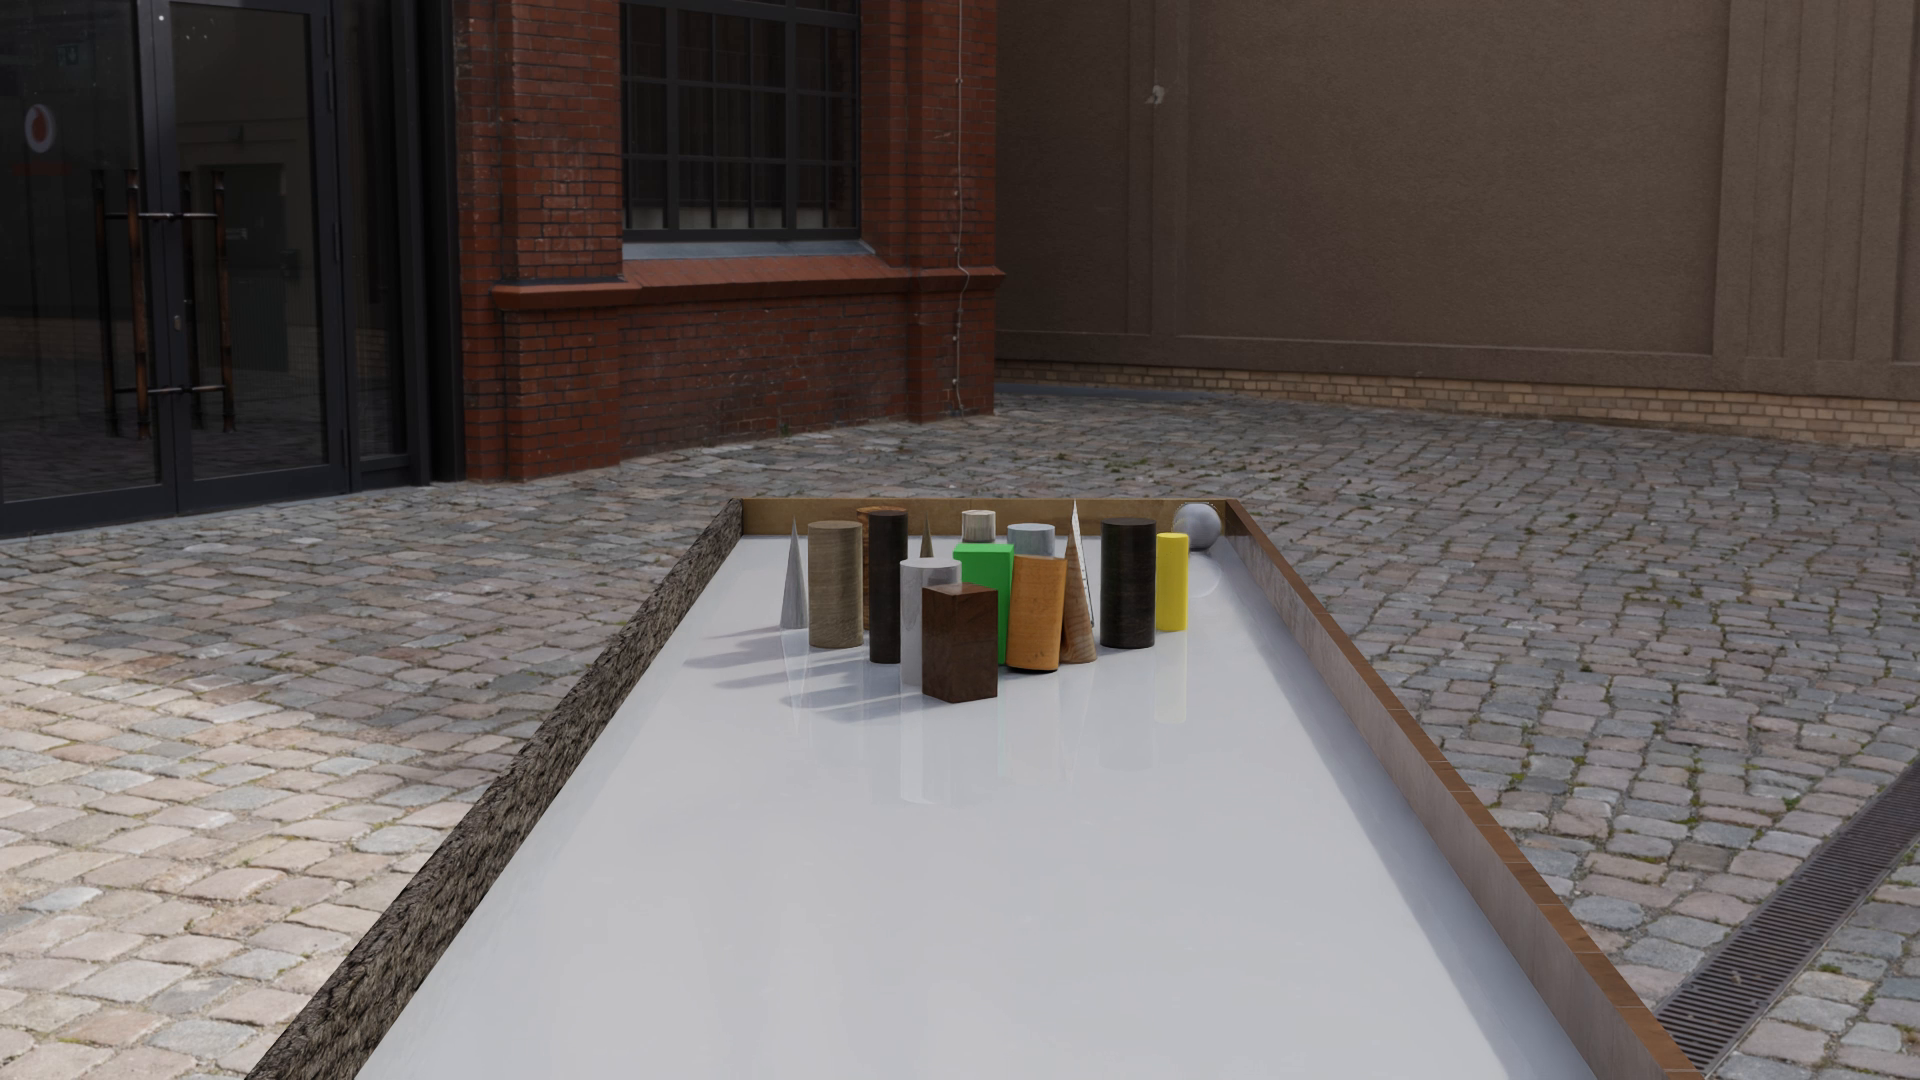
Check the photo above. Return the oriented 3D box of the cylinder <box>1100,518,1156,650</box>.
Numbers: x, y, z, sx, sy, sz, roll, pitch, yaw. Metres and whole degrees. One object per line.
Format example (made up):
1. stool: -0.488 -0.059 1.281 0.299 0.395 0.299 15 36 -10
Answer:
1. cylinder: 0.528 0.134 6.913 0.173 0.391 0.173 0 9 0

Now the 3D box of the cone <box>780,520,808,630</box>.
1. cone: -0.540 0.100 7.197 0.106 0.370 0.106 0 9 0

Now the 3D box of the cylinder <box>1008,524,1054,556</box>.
1. cylinder: 0.223 0.141 6.935 0.150 0.370 0.150 0 9 0

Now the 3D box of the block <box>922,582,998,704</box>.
1. block: 0.000 0.288 6.209 0.155 0.307 0.155 -6 11 -33

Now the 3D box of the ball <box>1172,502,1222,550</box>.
1. ball: 0.942 -0.054 8.740 0.191 0.191 0.191 0 9 0

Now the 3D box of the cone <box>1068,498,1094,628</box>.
1. cone: 0.375 0.072 7.200 0.139 0.423 0.139 0 9 0

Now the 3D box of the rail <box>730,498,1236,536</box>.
1. rail: 0.099 -0.098 9.147 2.100 0.150 0.050 0 9 1

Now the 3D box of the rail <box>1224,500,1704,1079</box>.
1. rail: 1.046 0.843 3.208 0.050 0.150 12.000 0 9 1

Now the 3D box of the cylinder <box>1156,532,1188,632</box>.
1. cylinder: 0.691 0.136 7.167 0.104 0.308 0.104 0 9 0

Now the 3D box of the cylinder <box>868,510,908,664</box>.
1. cylinder: -0.217 0.142 6.670 0.119 0.452 0.119 0 9 0

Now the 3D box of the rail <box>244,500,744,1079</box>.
1. rail: -1.004 0.839 3.234 0.050 0.150 12.000 0 9 1

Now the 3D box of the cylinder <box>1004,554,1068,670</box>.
1. cylinder: 0.227 0.214 6.559 0.161 0.327 0.161 5 4 0

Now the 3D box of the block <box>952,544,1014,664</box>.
1. block: 0.072 0.193 6.693 0.172 0.342 0.172 1 8 5

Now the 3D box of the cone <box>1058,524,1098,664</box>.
1. cone: 0.338 0.152 6.691 0.164 0.425 0.164 0 9 0

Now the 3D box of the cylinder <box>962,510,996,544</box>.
1. cylinder: 0.061 0.095 7.209 0.109 0.375 0.109 0 9 0

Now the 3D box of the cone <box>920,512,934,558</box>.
1. cone: -0.104 0.114 6.909 0.124 0.432 0.124 0 9 0

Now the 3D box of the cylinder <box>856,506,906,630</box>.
1. cylinder: -0.256 0.092 7.196 0.162 0.386 0.162 0 9 0

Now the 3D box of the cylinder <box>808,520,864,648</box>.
1. cylinder: -0.391 0.139 6.919 0.173 0.380 0.173 0 9 0

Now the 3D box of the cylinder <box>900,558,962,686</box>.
1. cylinder: -0.085 0.237 6.399 0.180 0.348 0.180 0 9 0
